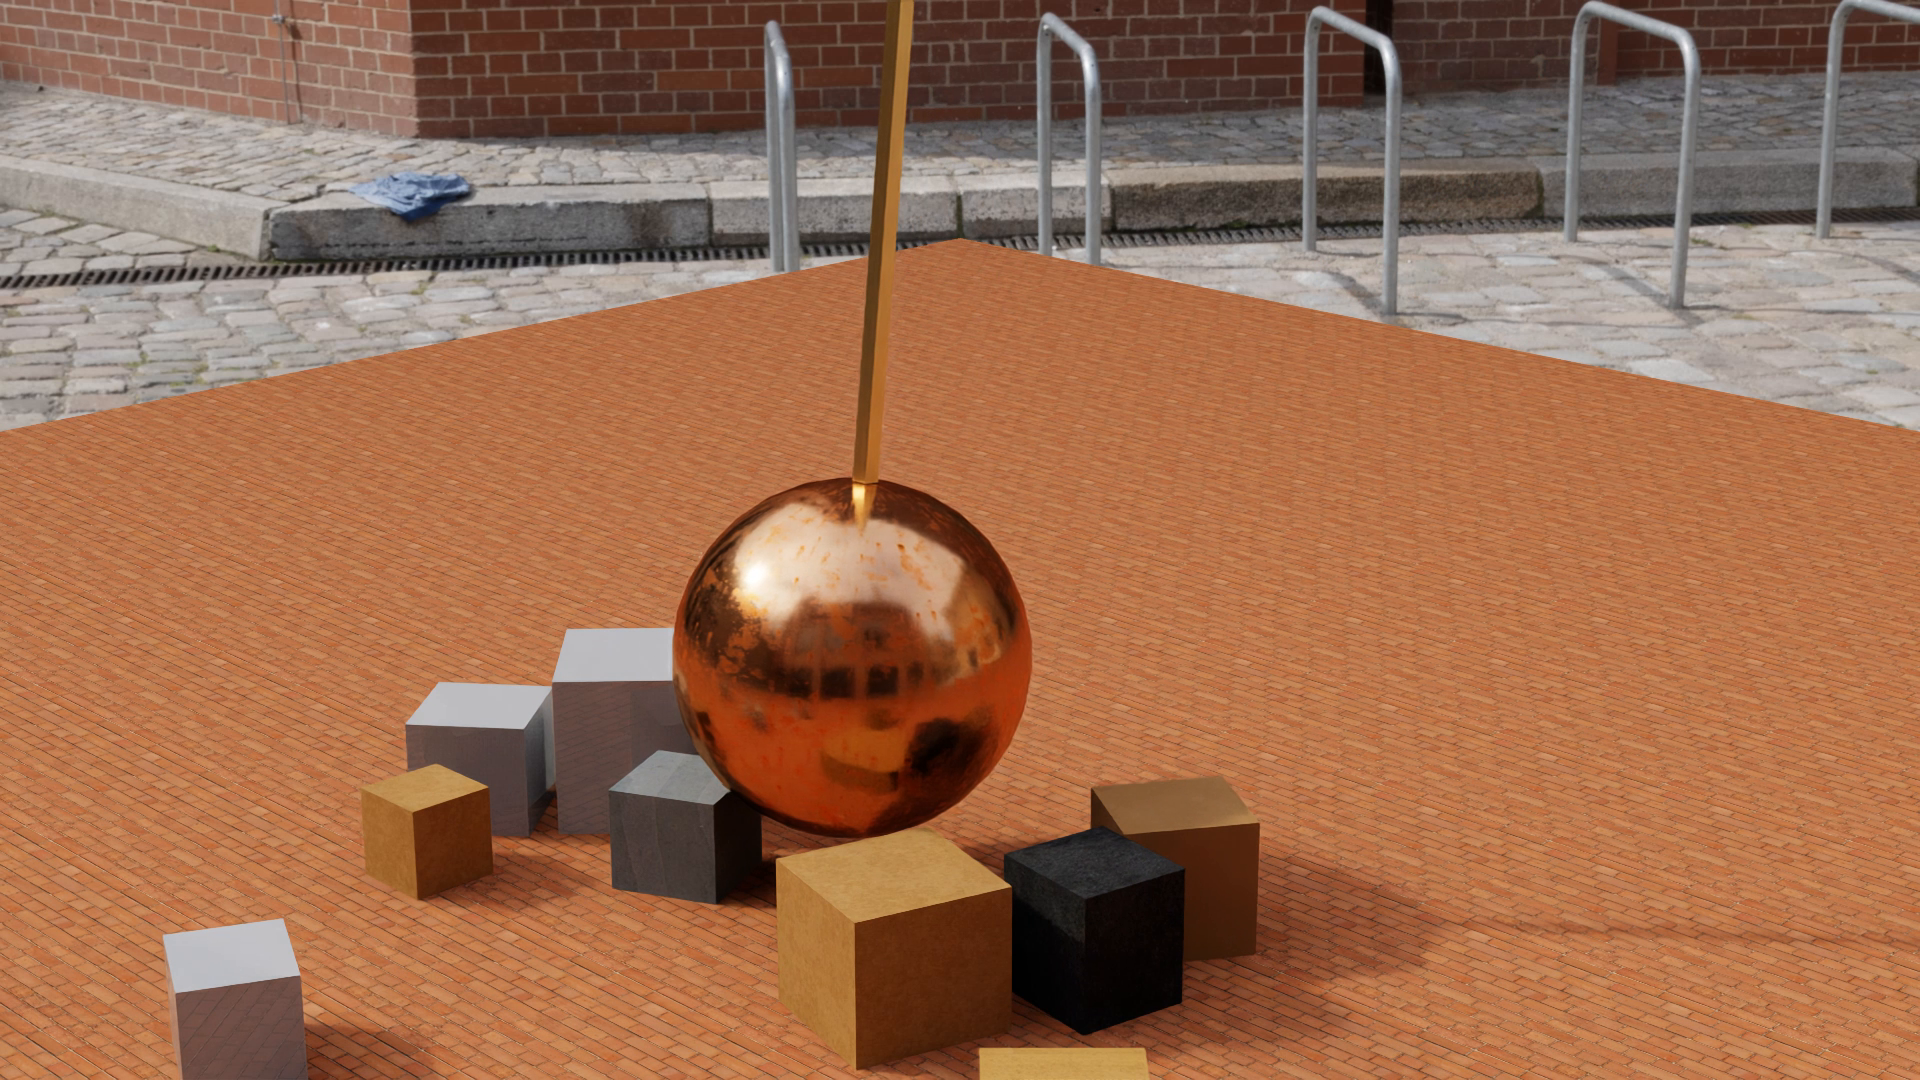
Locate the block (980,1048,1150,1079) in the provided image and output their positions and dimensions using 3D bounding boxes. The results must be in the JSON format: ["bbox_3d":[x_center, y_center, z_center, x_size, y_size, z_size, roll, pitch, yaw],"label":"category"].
[{"bbox_3d":[0.367,2.201,10.307,0.593,0.620,0.584,0,17,0],"label":"block"}]

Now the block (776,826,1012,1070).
[{"bbox_3d":[-0.273,1.656,12.006,0.711,0.640,0.710,-9,20,-28],"label":"block"}]

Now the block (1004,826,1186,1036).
[{"bbox_3d":[0.554,1.615,12.192,0.518,0.607,0.551,-12,21,-34],"label":"block"}]

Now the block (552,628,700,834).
[{"bbox_3d":[-1.560,0.913,14.155,0.711,0.770,0.749,-1,17,-2],"label":"block"}]

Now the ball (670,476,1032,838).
[{"bbox_3d":[-0.479,0.520,13.003,1.600,1.600,1.600,0,17,0],"label":"ball"}]

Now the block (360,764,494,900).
[{"bbox_3d":[-2.435,1.329,13.402,0.418,0.428,0.409,-17,24,-42],"label":"block"}]

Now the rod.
[{"bbox_3d":[-0.207,-2.784,12.249,0.080,5.200,0.080,17,17,42],"label":"rod"}]

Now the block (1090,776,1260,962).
[{"bbox_3d":[0.925,1.436,12.750,0.599,0.616,0.543,-4,18,-12],"label":"block"}]

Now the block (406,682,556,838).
[{"bbox_3d":[-2.291,1.050,14.091,0.570,0.548,0.577,2,18,6],"label":"block"}]

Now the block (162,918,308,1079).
[{"bbox_3d":[-2.881,1.860,11.650,0.475,0.465,0.553,-6,18,-18],"label":"block"}]

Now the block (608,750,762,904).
[{"bbox_3d":[-1.248,1.306,13.383,0.516,0.483,0.518,6,18,19],"label":"block"}]
